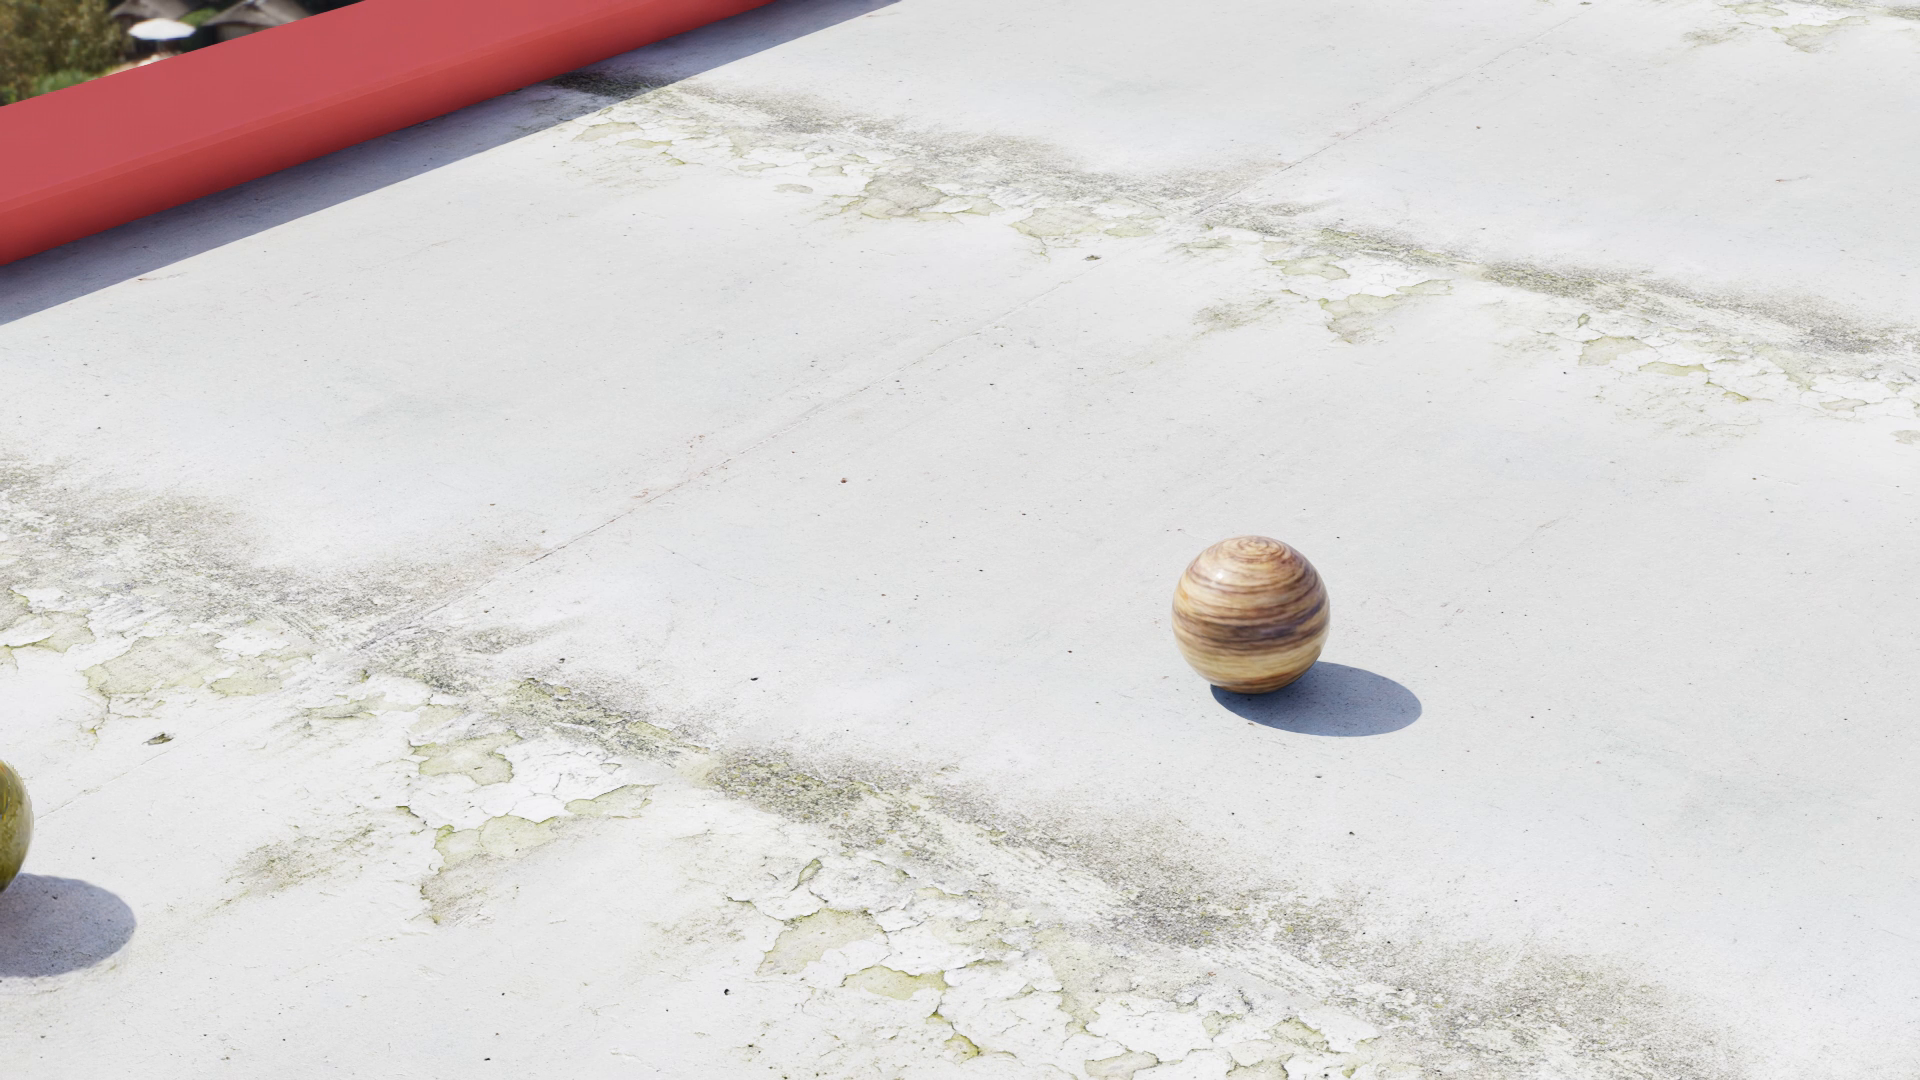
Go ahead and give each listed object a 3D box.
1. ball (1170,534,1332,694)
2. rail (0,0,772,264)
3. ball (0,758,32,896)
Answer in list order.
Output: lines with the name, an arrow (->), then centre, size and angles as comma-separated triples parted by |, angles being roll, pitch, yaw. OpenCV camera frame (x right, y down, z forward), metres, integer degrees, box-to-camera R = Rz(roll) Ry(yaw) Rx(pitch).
ball -> 0.170, 0.044, 1.719 | 0.093, 0.093, 0.093 | 0, 25, 0
rail -> -0.294, -0.568, 2.998 | 0.045, 0.127, 3.634 | 16, 29, 31
ball -> -0.522, 0.146, 1.494 | 0.096, 0.096, 0.096 | 0, 25, 0
